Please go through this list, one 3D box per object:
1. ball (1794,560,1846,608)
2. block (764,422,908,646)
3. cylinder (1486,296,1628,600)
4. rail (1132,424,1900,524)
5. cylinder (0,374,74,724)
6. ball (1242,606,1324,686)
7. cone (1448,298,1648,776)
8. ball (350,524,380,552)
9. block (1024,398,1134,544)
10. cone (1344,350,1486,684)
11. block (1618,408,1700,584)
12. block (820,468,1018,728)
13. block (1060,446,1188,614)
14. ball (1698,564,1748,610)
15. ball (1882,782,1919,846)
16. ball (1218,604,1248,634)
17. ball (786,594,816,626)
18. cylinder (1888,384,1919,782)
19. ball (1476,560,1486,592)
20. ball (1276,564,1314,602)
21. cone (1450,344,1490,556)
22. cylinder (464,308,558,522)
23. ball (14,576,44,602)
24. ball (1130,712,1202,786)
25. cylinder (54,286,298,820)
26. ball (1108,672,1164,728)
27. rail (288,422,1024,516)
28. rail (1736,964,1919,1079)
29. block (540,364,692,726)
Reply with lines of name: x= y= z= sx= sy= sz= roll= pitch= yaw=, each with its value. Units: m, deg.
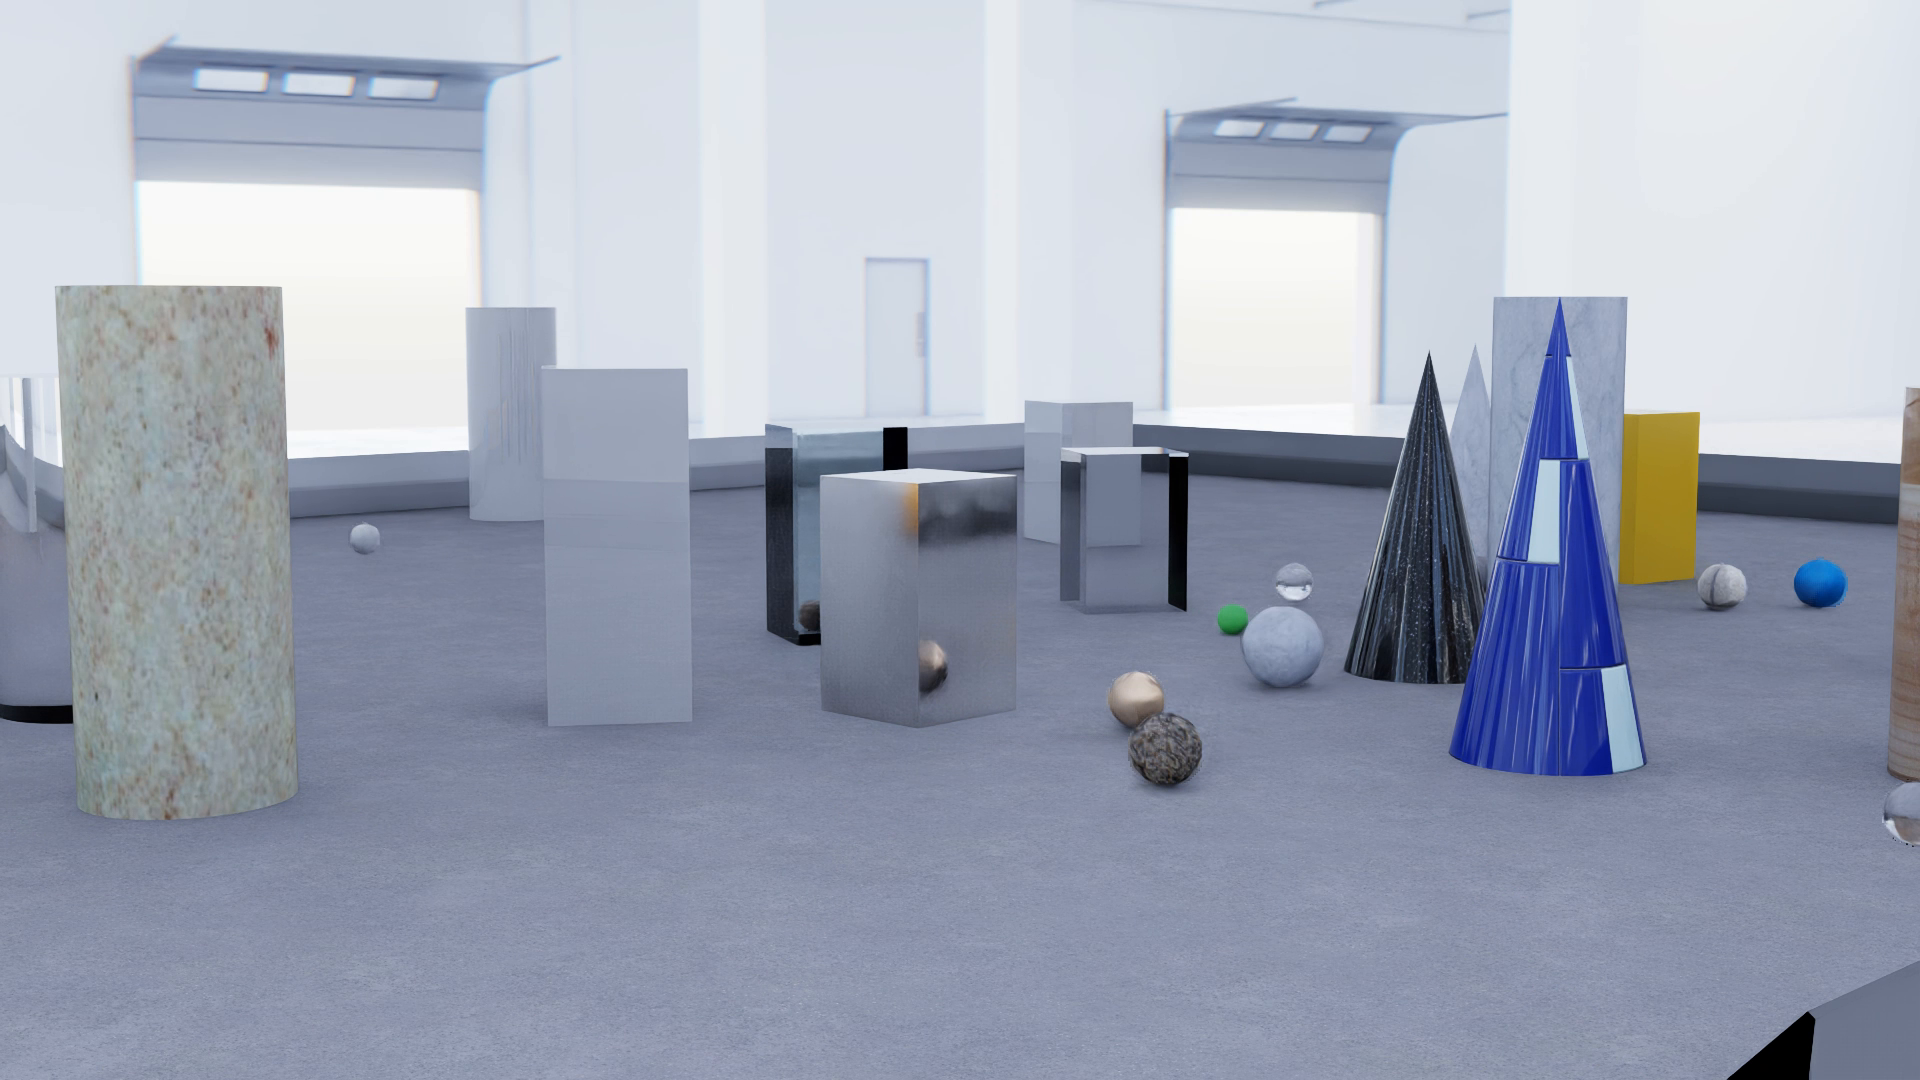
ball: x=1.282 y=0.065 z=3.281 sx=0.072 sy=0.072 sz=0.072 roll=0 pitch=6 yaw=0
block: x=-0.169 y=-0.013 z=2.993 sx=0.153 sy=0.287 sz=0.153 roll=-2 pitch=6 yaw=-21
cylinder: x=0.889 y=-0.131 z=3.282 sx=0.192 sy=0.462 sz=0.192 roll=0 pitch=6 yaw=0
rail: x=1.636 y=-0.126 z=4.834 sx=0.045 sy=0.125 sz=3.965 roll=-6 pitch=8 yaw=-42
cylinder: x=-0.973 y=0.003 z=2.441 sx=0.192 sy=0.371 sz=0.192 roll=0 pitch=6 yaw=0
ball: x=0.381 y=0.125 z=2.596 sx=0.096 sy=0.096 sz=0.096 roll=0 pitch=6 yaw=0
cone: x=0.586 y=-0.012 z=2.173 sx=0.192 sy=0.458 sz=0.192 roll=0 pitch=6 yaw=0
ball: x=-1.088 y=-0.003 z=4.022 sx=0.053 sy=0.053 sz=0.053 roll=0 pitch=6 yaw=0
block: x=0.228 y=-0.135 z=4.249 sx=0.153 sy=0.268 sz=0.153 roll=-3 pitch=7 yaw=-26
cone: x=0.570 y=-0.035 z=2.691 sx=0.192 sy=0.396 sz=0.192 roll=0 pitch=6 yaw=0
block: x=1.110 y=-0.076 z=3.649 sx=0.153 sy=0.276 sz=0.153 roll=-4 pitch=7 yaw=-34
block: x=-0.046 y=0.059 z=2.433 sx=0.153 sy=0.262 sz=0.153 roll=6 pitch=8 yaw=44
block: x=0.243 y=-0.017 z=3.287 sx=0.153 sy=0.234 sz=0.153 roll=-1 pitch=6 yaw=-11
ball: x=1.130 y=0.069 z=3.258 sx=0.069 sy=0.069 sz=0.069 roll=0 pitch=6 yaw=0
ball: x=0.797 y=0.228 z=1.830 sx=0.053 sy=0.053 sz=0.053 roll=0 pitch=6 yaw=0
ball: x=0.374 y=0.108 z=3.014 sx=0.042 sy=0.042 sz=0.042 roll=0 pitch=6 yaw=0
ball: x=-0.223 y=0.099 z=3.098 sx=0.043 sy=0.043 sz=0.043 roll=0 pitch=6 yaw=0
cylinder: x=0.986 y=0.042 z=2.073 sx=0.192 sy=0.371 sz=0.192 roll=0 pitch=6 yaw=0
ball: x=0.778 y=0.060 z=3.365 sx=0.064 sy=0.064 sz=0.064 roll=0 pitch=6 yaw=0
ball: x=0.511 y=0.064 z=3.359 sx=0.058 sy=0.058 sz=0.058 roll=0 pitch=6 yaw=0
cone: x=0.941 y=-0.170 z=4.033 sx=0.192 sy=0.383 sz=0.192 roll=0 pitch=6 yaw=0
cylinder: x=-0.953 y=-0.272 z=4.690 sx=0.192 sy=0.447 sz=0.192 roll=0 pitch=6 yaw=0
ball: x=-1.413 y=0.075 z=3.336 sx=0.042 sy=0.042 sz=0.042 roll=0 pitch=6 yaw=0
ball: x=0.193 y=0.196 z=2.061 sx=0.068 sy=0.068 sz=0.068 roll=0 pitch=6 yaw=0
cylinder: x=-0.707 y=0.004 z=1.992 sx=0.192 sy=0.464 sz=0.192 roll=0 pitch=6 yaw=0
ball: x=0.188 y=0.170 z=2.343 sx=0.060 sy=0.060 sz=0.060 roll=0 pitch=6 yaw=0
rail: x=-1.328 y=-0.118 z=4.764 sx=4.501 sy=0.125 sz=0.045 roll=-6 pitch=8 yaw=-42
rail: x=1.328 y=0.183 z=1.900 sx=4.501 sy=0.125 sz=0.045 roll=-6 pitch=8 yaw=-42
block: x=-0.379 y=0.000 z=2.421 sx=0.153 sy=0.381 sz=0.153 roll=-1 pitch=6 yaw=-10
